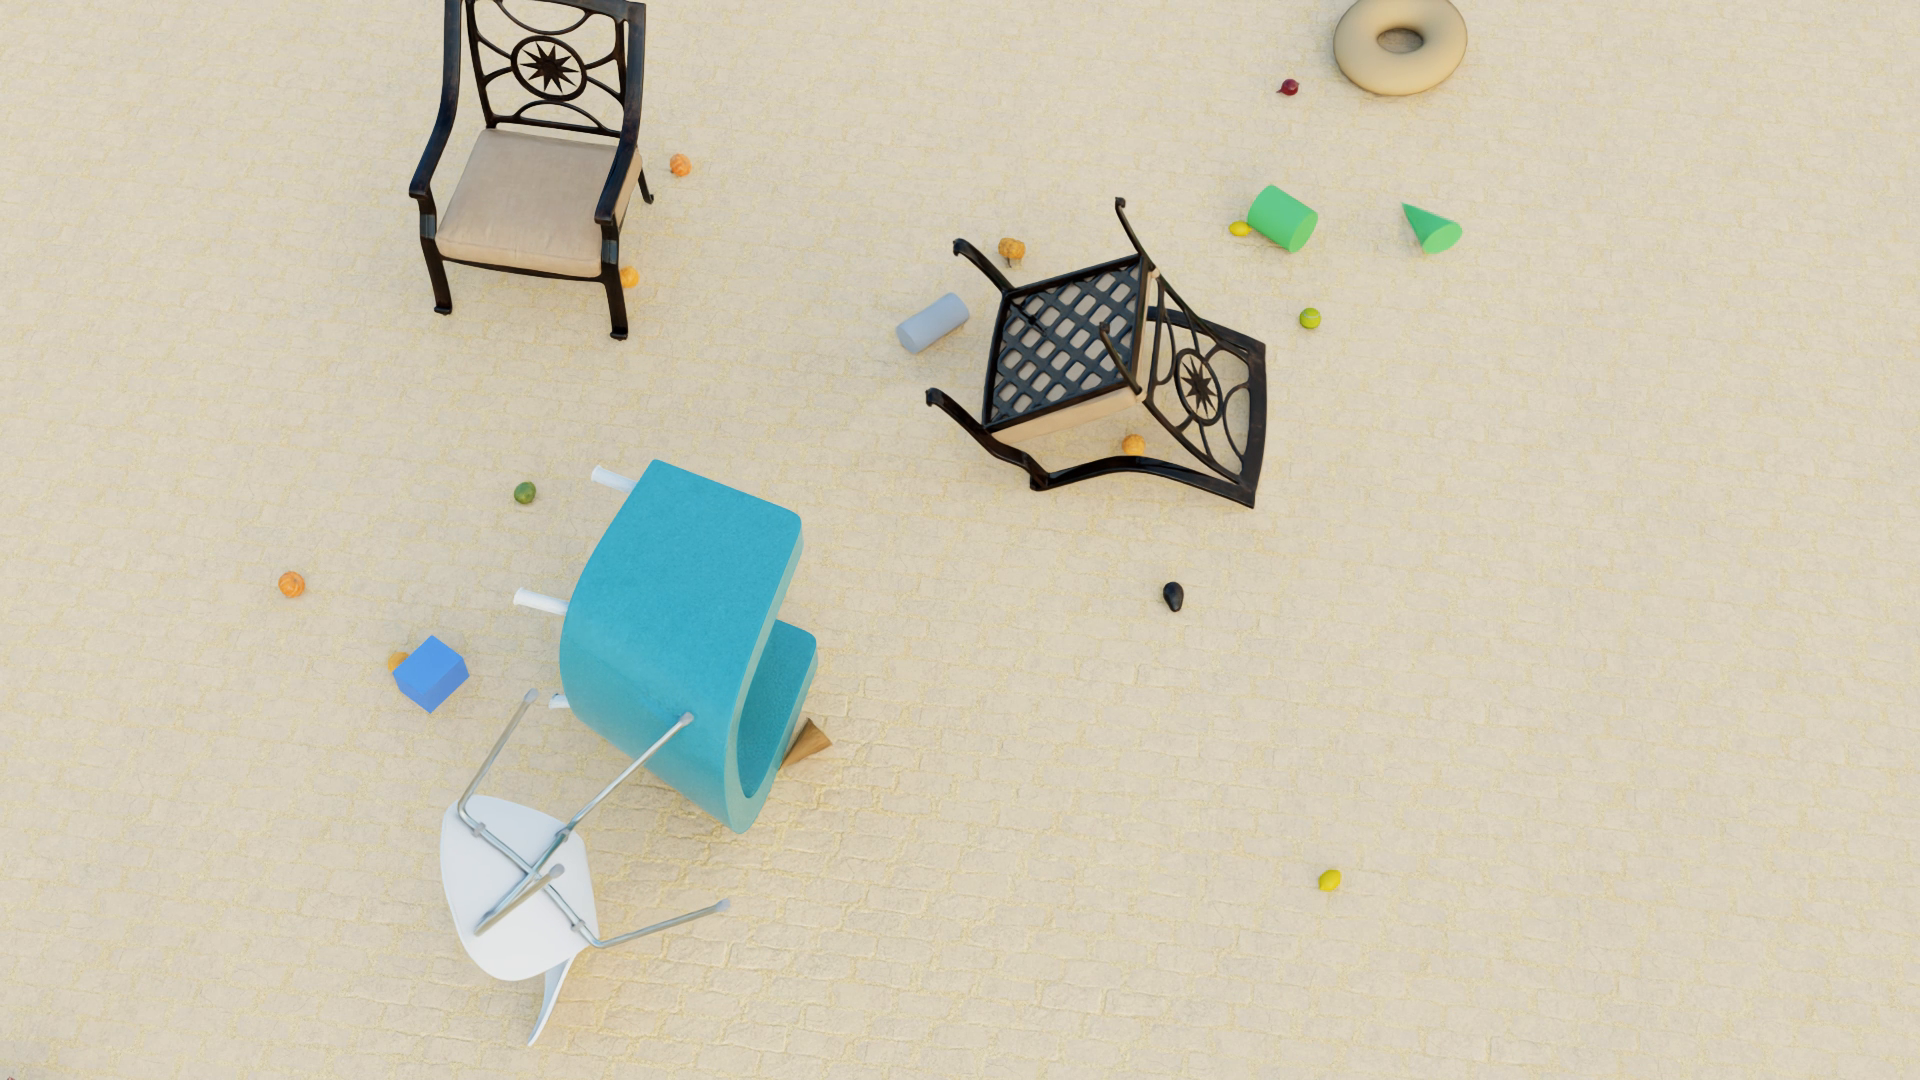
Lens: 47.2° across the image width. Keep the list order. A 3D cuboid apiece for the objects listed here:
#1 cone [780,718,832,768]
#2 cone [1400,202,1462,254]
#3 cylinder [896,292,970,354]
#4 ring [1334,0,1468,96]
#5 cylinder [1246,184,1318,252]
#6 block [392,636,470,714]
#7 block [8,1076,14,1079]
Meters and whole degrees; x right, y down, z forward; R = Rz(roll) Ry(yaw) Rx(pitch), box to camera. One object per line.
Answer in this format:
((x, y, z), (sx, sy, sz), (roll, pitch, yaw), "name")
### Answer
((-0.450, 0.591, 6.149), (0.164, 0.095, 0.100), (-42, 94, 0), "cone")
((1.520, -1.053, 7.249), (0.151, 0.106, 0.241), (-22, 46, -15), "cone")
((-0.087, -0.690, 6.986), (0.219, 0.085, 0.109), (-35, 68, -21), "cylinder")
((1.535, -1.741, 7.665), (0.443, 0.129, 0.514), (36, 64, 20), "ring")
((1.053, -1.050, 7.185), (0.175, 0.155, 0.150), (38, 56, 22), "cylinder")
((-1.504, 0.382, 6.255), (0.123, 0.105, 0.157), (33, 62, 20), "block")
((-2.385, 1.477, 5.506), (0.099, 0.127, 0.209), (21, 59, 14), "block")
